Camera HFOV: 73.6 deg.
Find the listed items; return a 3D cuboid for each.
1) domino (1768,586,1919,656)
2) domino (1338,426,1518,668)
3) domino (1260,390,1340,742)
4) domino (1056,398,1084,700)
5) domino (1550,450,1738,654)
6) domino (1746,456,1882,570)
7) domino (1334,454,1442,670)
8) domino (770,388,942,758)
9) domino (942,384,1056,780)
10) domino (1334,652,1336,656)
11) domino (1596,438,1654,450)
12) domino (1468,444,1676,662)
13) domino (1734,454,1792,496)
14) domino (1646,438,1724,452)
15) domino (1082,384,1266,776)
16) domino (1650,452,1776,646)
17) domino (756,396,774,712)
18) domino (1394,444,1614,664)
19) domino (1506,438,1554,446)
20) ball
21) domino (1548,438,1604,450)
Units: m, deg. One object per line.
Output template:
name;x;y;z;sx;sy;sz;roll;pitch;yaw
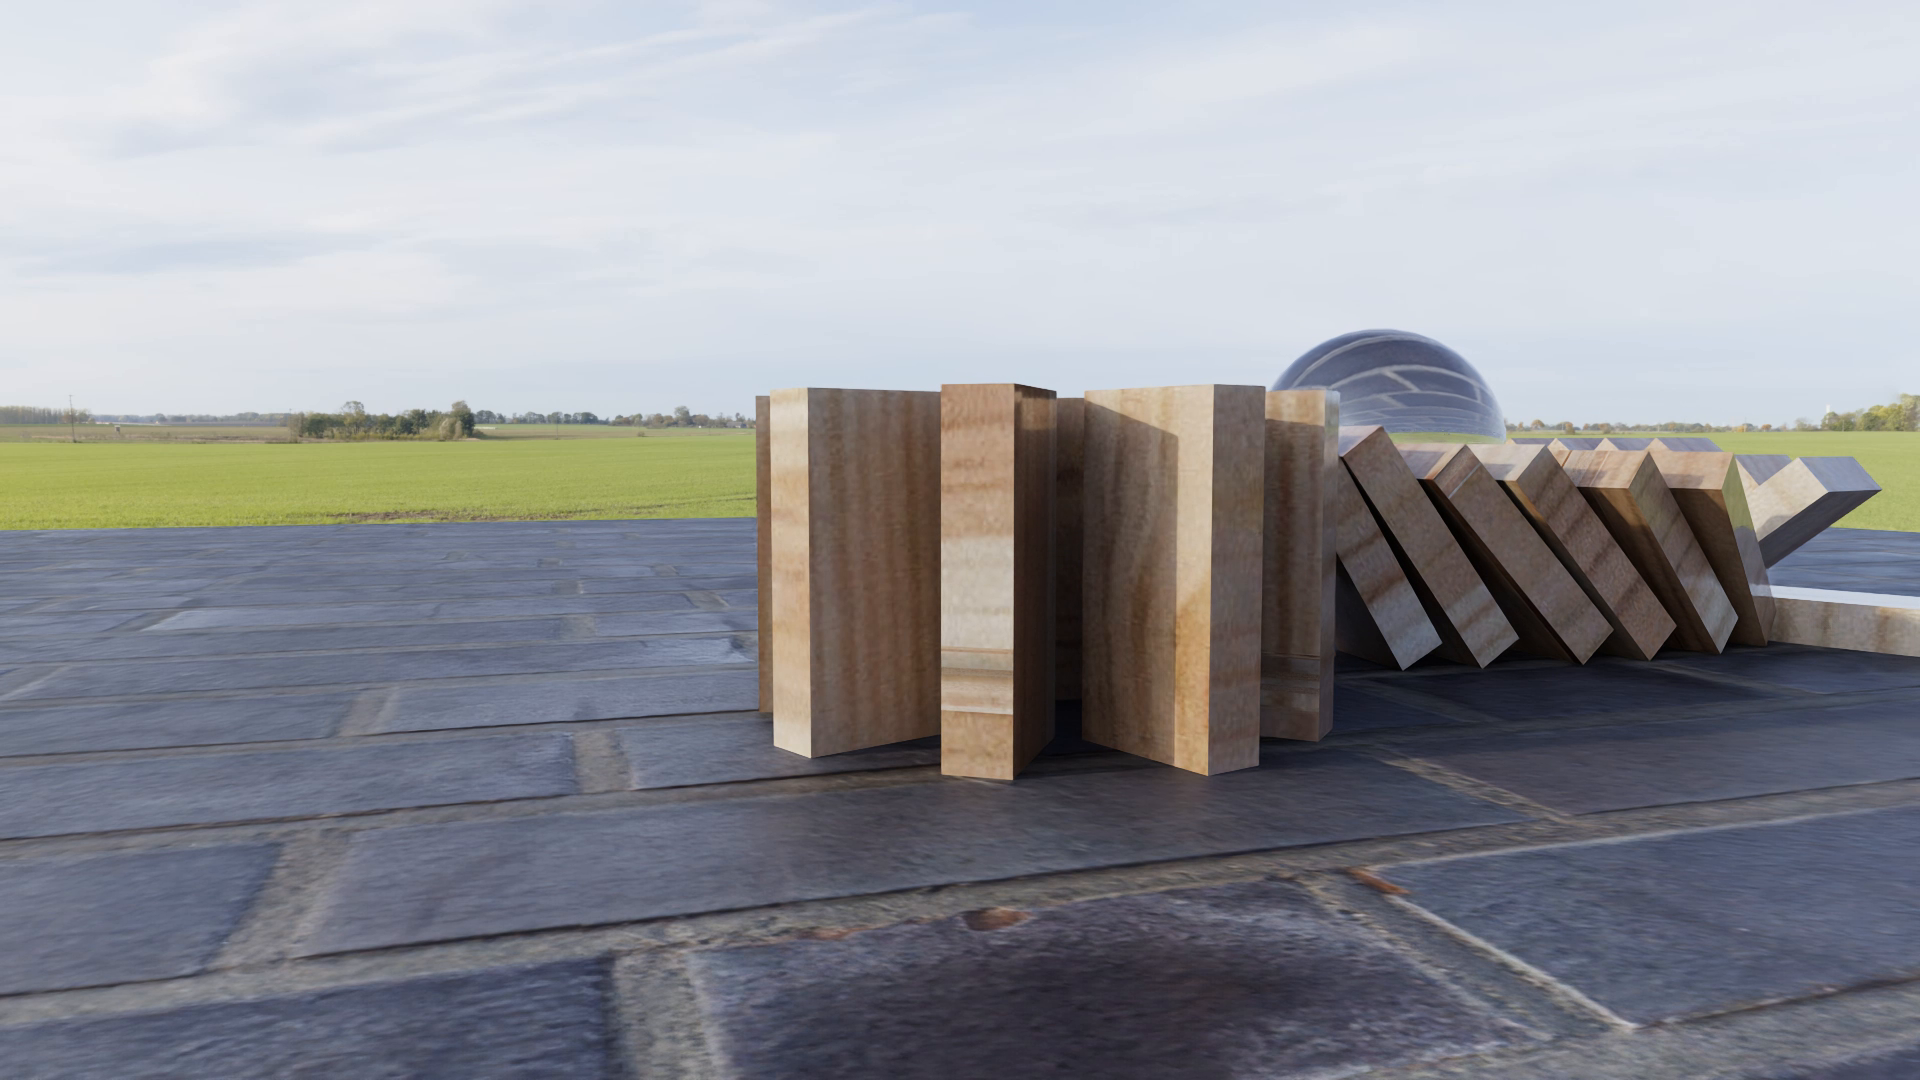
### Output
domino;0.191;0.017;0.278;0.025;0.009;0.050;-3;5;-38
domino;0.086;0.001;0.251;0.009;0.050;0.025;-37;10;-7
domino;0.042;0.003;0.191;0.025;0.050;0.010;2;5;28
domino;0.017;0.001;0.224;0.009;0.050;0.025;-1;4;-10
domino;0.135;0.002;0.261;0.050;0.010;0.025;47;-21;-27
domino;0.181;0.001;0.296;0.025;0.010;0.050;-3;-35;-32
domino;0.072;0.000;0.249;0.010;0.050;0.025;-33;9;-7
domino;-0.014;0.004;0.184;0.025;0.050;0.009;-4;6;-40
domino;0.006;0.004;0.174;0.010;0.050;0.025;1;4;16
domino;0.055;-0.001;0.247;0.010;0.050;0.025;-20;8;-9
domino;0.161;-0.005;0.334;0.025;0.050;0.009;-3;46;-35
domino;0.118;0.002;0.257;0.010;0.050;0.025;-47;18;-11
domino;0.175;-0.001;0.309;0.025;0.009;0.050;-2;-36;-33
domino;0.168;-0.004;0.323;0.025;0.050;0.010;-3;46;-35
domino;0.029;0.004;0.176;0.009;0.050;0.025;-3;5;-35
domino;0.150;0.002;0.267;0.025;0.009;0.050;5;-36;46
domino;-0.020;0.002;0.208;0.025;0.050;0.010;-1;4;-8
domino;0.103;0.002;0.254;0.009;0.050;0.025;-46;14;-8
domino;0.147;-0.006;0.354;0.025;0.050;0.009;-3;46;-35
ball;0.136;-0.029;0.420;0.080;0.080;0.080;0;4;0
domino;0.154;-0.005;0.344;0.025;0.050;0.009;-3;46;-35
